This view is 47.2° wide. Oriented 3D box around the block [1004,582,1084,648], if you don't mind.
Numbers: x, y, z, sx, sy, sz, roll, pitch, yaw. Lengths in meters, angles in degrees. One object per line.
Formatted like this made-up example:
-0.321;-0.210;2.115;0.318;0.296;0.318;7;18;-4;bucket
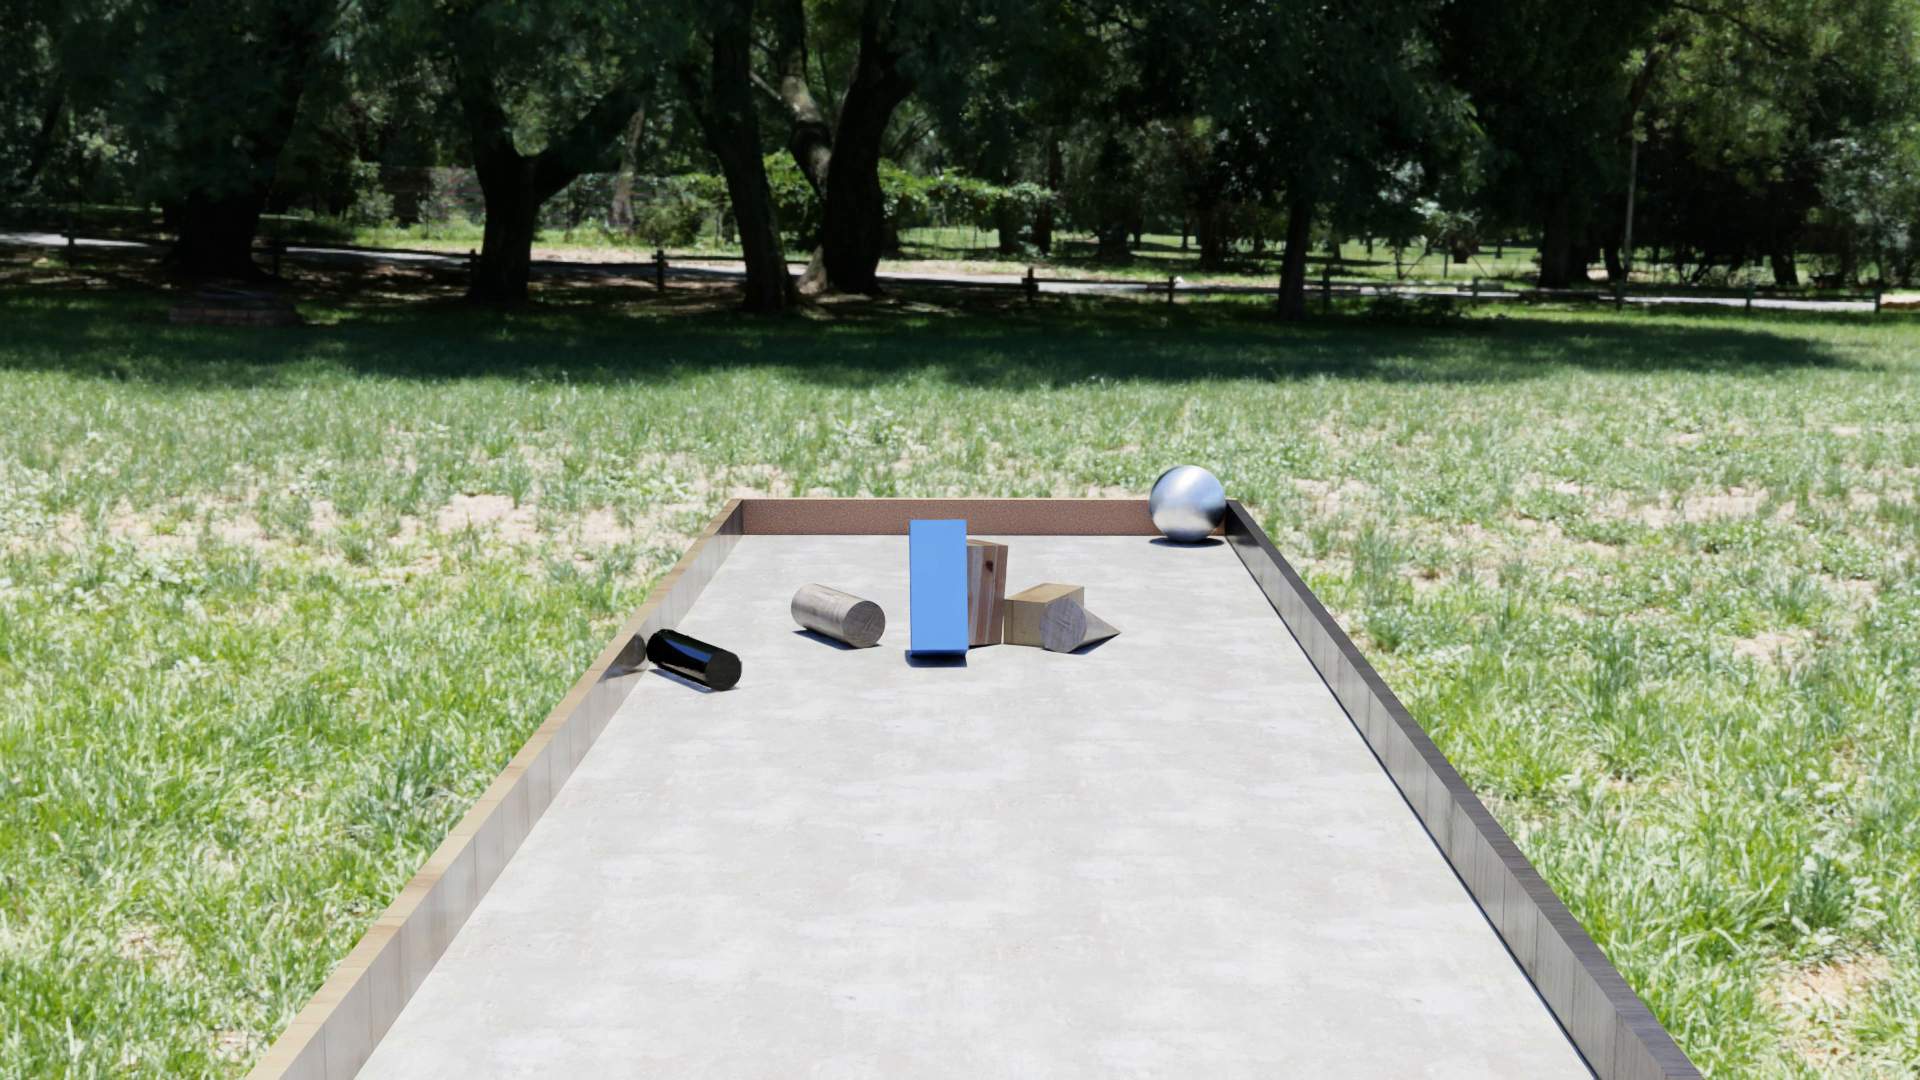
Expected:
0.271;0.239;7.047;0.143;0.143;0.321;4;10;25;block

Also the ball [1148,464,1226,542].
0.925;-0.148;8.940;0.314;0.314;0.314;0;9;0;ball

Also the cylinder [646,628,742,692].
-0.780;0.349;6.429;0.118;0.118;0.382;-6;11;-33;cylinder

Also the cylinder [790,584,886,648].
-0.391;0.240;7.015;0.151;0.151;0.358;-5;11;-31;cylinder

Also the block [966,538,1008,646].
0.022;0.163;6.939;0.171;0.312;0.171;-1;7;-40;block

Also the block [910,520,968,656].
-0.067;0.148;6.705;0.169;0.395;0.169;0;-10;-3;block

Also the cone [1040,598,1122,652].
0.421;0.282;6.963;0.169;0.169;0.376;6;-2;34;cone

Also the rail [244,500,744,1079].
-1.004;0.839;3.234;0.050;0.150;12.000;0;9;1;rail

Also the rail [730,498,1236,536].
0.099;-0.098;9.147;2.100;0.150;0.050;0;9;1;rail

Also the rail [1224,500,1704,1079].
1.046;0.843;3.208;0.050;0.150;12.000;0;9;1;rail
